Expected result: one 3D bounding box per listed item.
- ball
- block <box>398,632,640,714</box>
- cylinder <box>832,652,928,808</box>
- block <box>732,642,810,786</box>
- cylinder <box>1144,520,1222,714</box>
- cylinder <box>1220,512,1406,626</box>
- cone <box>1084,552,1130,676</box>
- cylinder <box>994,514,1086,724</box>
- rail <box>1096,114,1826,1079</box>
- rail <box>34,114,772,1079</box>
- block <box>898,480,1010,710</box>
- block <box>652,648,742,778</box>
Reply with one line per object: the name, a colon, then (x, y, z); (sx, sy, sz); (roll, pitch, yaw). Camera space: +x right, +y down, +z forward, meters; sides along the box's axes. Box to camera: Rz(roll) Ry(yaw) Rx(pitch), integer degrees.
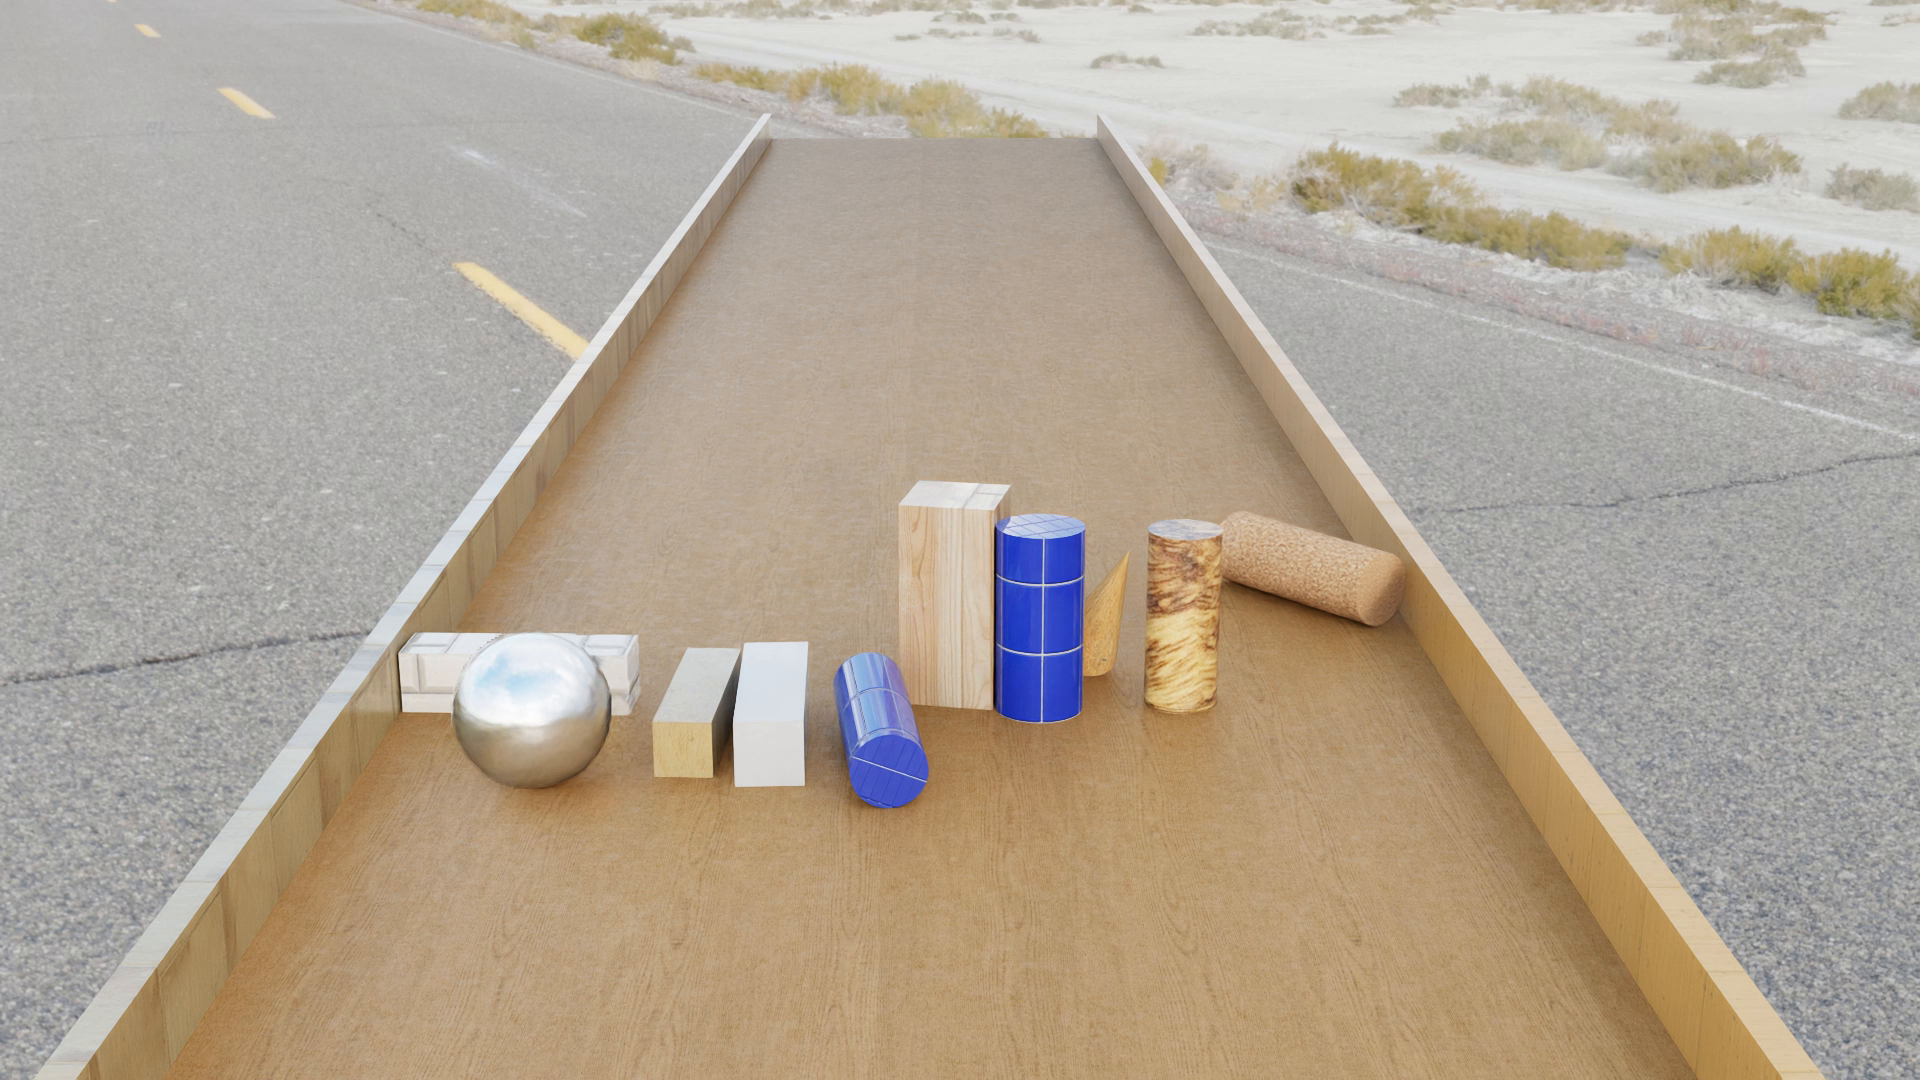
ball: (-0.733, 0.291, 3.776); (0.269, 0.269, 0.269); (0, 17, 0)
block: (-0.832, 0.253, 4.172); (0.430, 0.117, 0.117); (1, 17, 2)
cylinder: (-0.144, 0.329, 3.886); (0.133, 0.133, 0.417); (-2, 17, -7)
block: (-0.338, 0.309, 3.976); (0.120, 0.120, 0.410); (-1, 17, -2)
cylinder: (0.420, 0.144, 4.145); (0.139, 0.341, 0.139); (0, 17, 0)
cylinder: (0.749, 0.058, 4.755); (0.158, 0.158, 0.416); (-13, 21, -38)
cone: (0.284, 0.117, 4.256); (0.136, 0.306, 0.136); (10, 47, -11)
cylinder: (0.149, 0.145, 4.111); (0.166, 0.357, 0.166); (0, 17, 0)
rail: (0.932, -0.844, 7.801); (0.050, 0.150, 12.000); (0, 17, -1)
rail: (-1.118, -0.838, 7.780); (0.050, 0.150, 12.000); (0, 17, -1)
block: (-0.008, 0.103, 4.193); (0.180, 0.392, 0.180); (3, 17, 11)
block: (-0.474, 0.310, 4.005); (0.103, 0.103, 0.386); (1, 17, 2)
